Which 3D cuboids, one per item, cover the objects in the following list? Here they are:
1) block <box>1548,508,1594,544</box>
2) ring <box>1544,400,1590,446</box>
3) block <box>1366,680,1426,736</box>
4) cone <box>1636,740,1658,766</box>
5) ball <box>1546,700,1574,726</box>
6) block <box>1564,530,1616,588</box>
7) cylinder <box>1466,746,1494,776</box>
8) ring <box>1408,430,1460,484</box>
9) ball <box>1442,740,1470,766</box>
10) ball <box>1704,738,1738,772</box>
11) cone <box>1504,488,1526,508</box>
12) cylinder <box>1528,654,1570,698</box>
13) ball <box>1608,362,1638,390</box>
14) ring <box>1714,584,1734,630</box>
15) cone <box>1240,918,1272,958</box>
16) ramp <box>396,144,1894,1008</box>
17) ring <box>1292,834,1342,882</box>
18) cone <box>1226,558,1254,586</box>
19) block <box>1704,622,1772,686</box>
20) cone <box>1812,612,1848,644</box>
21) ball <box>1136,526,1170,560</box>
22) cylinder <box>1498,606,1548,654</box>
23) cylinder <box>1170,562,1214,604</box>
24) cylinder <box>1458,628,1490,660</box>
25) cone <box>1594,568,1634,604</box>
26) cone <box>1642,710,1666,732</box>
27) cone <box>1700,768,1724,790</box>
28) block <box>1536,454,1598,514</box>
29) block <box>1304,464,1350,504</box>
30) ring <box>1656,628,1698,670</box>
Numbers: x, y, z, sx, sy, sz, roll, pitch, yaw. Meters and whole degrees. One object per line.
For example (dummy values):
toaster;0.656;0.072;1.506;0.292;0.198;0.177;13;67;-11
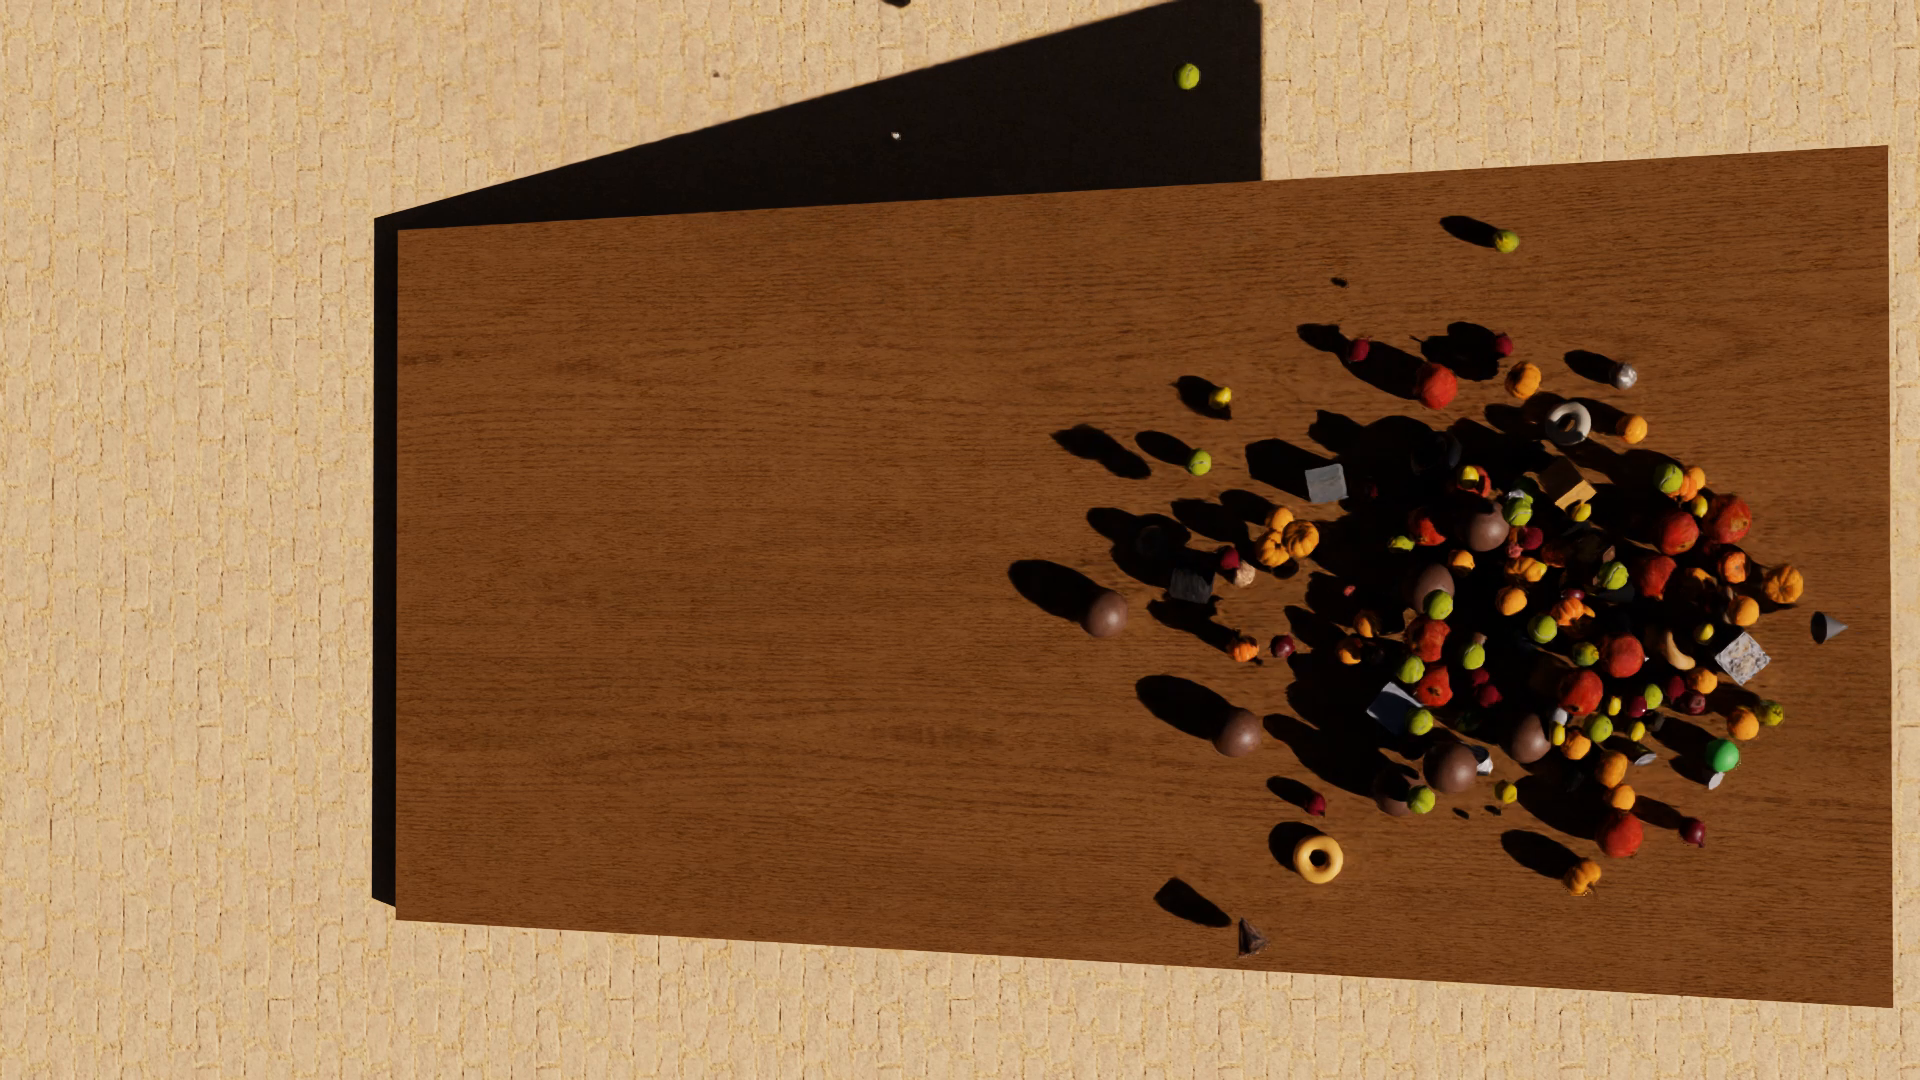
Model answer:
block;1.465;-0.042;5.282;0.066;0.066;0.066;-40;49;14
ring;1.465;-0.281;5.305;0.113;0.038;0.113;-7;75;29
block;1.071;0.411;5.406;0.096;0.096;0.096;39;101;15
cone;1.628;0.501;5.254;0.055;0.055;0.055;-18;55;0
ball;1.439;0.416;5.278;0.065;0.065;0.065;0;89;0
block;1.501;0.044;5.238;0.081;0.081;0.081;-37;44;-17
cylinder;1.263;0.537;5.347;0.054;0.054;0.054;-15;49;18
ring;1.160;-0.204;5.380;0.048;0.143;0.143;37;89;-37
ball;1.212;0.519;5.373;0.065;0.065;0.065;0;89;0
ball;1.790;0.506;5.171;0.078;0.078;0.078;0;89;0
cone;1.310;-0.106;5.225;0.053;0.053;0.053;-10;72;31
cylinder;1.418;0.329;5.295;0.077;0.077;0.077;23;104;0
ball;1.586;-0.391;5.259;0.065;0.065;0.065;0;89;0
ring;1.795;0.158;5.162;0.036;0.107;0.107;-1;89;13
cone;0.716;0.974;5.473;0.091;0.091;0.091;-29;98;0
ramp;0.278;0.092;5.782;4.000;0.100;2.000;0;89;19
ring;0.893;0.794;5.490;0.126;0.042;0.126;0;91;19
cone;0.699;0.081;5.547;0.074;0.074;0.074;0;89;19
block;1.819;0.266;5.142;0.094;0.094;0.094;-44;95;13
cone;2.015;0.201;5.069;0.074;0.074;0.074;-2;89;-8
ball;0.491;0.006;5.612;0.088;0.088;0.088;0;89;0
cylinder;1.357;0.217;5.304;0.090;0.090;0.090;-25;97;0
cylinder;0.589;0.110;5.576;0.090;0.090;0.090;12;89;19
cylinder;1.252;0.255;5.360;0.060;0.060;0.060;26;90;0
cone;1.536;0.123;5.221;0.087;0.087;0.087;-17;89;-23
cone;1.650;0.438;5.229;0.054;0.054;0.054;2;96;16
cone;1.770;0.554;5.206;0.052;0.052;0.052;-45;48;-1
block;1.443;-0.131;5.234;0.087;0.087;0.087;-40;51;18
block;0.914;-0.139;5.473;0.083;0.083;0.083;-12;85;19
ring;1.694;0.257;5.194;0.114;0.114;0.038;44;130;1
